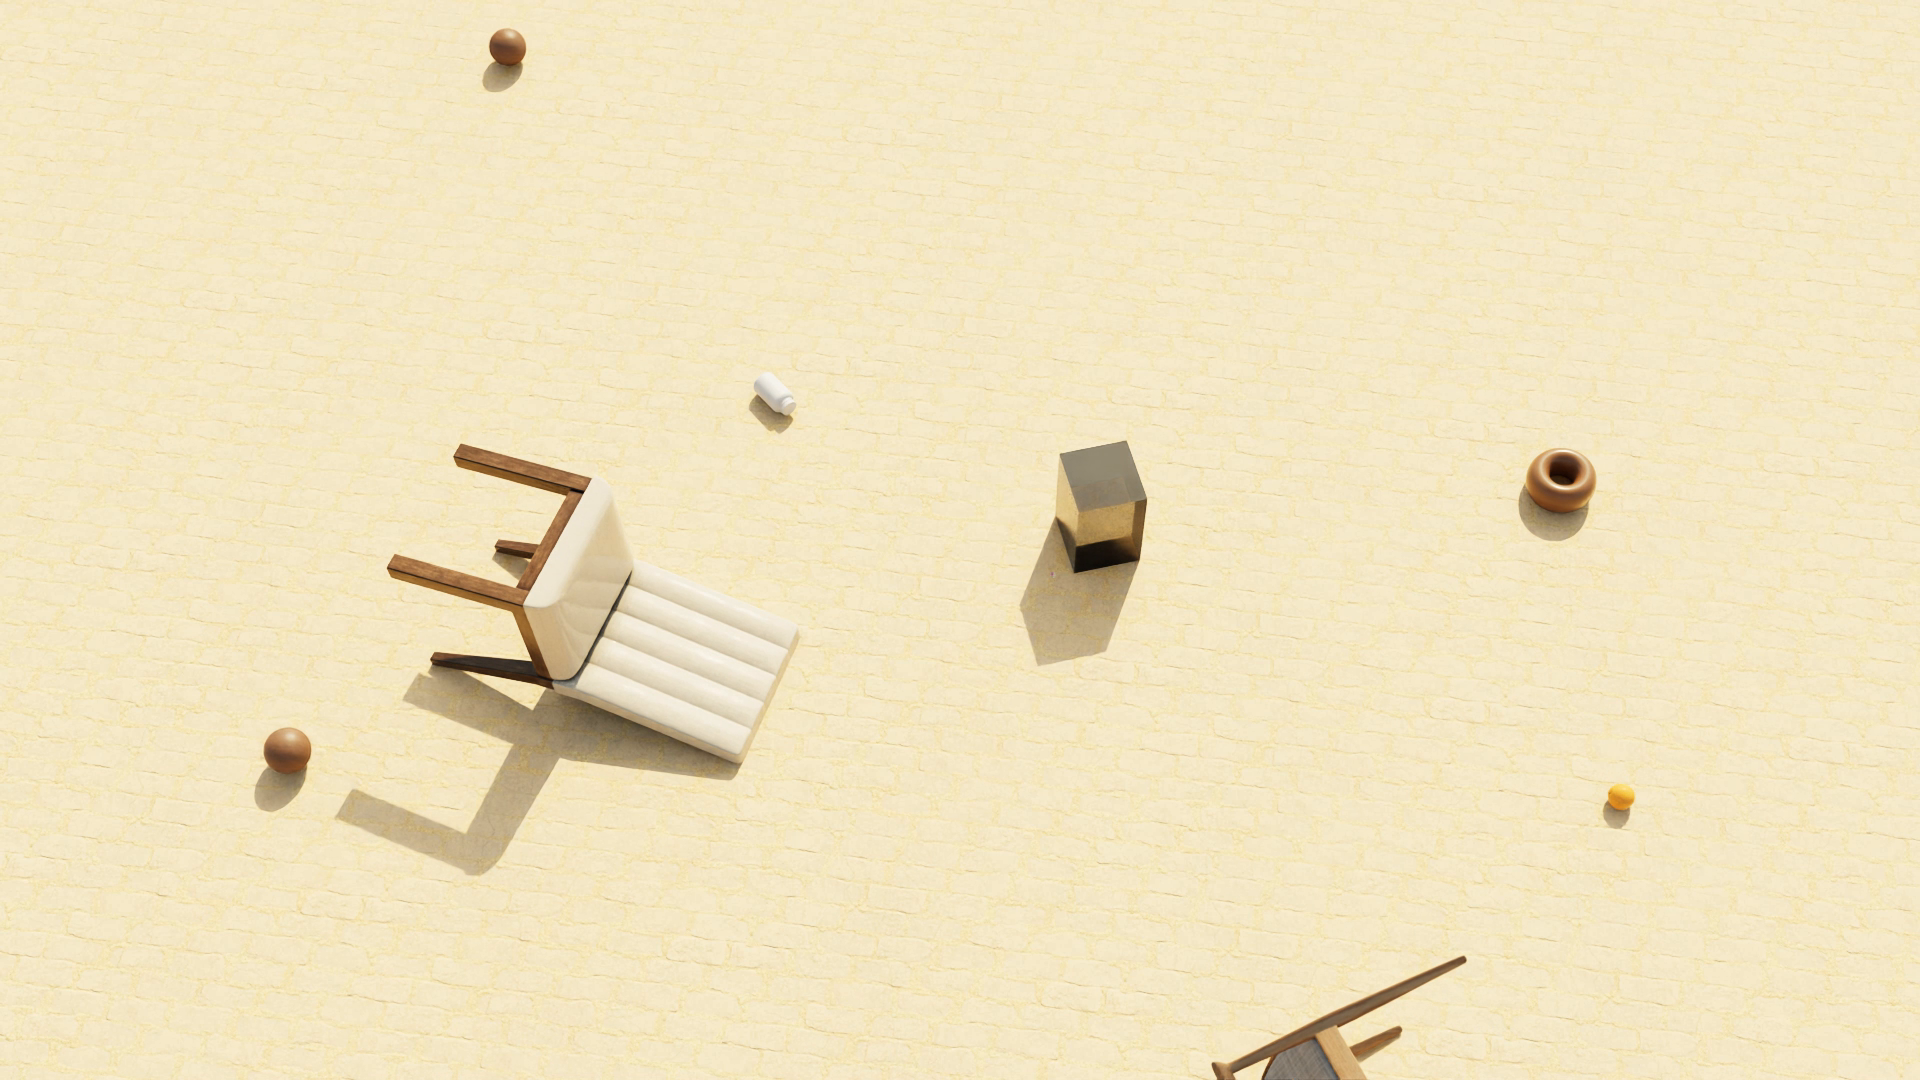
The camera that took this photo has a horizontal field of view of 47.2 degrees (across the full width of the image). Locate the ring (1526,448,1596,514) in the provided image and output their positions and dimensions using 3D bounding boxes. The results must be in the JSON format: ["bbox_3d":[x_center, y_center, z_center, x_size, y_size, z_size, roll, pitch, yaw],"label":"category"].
[{"bbox_3d":[1.813,-0.180,6.631,0.208,0.107,0.213,37,65,24],"label":"ring"}]

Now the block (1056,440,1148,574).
[{"bbox_3d":[0.411,-0.095,6.447,0.204,0.317,0.214,-11,57,-8],"label":"block"}]
